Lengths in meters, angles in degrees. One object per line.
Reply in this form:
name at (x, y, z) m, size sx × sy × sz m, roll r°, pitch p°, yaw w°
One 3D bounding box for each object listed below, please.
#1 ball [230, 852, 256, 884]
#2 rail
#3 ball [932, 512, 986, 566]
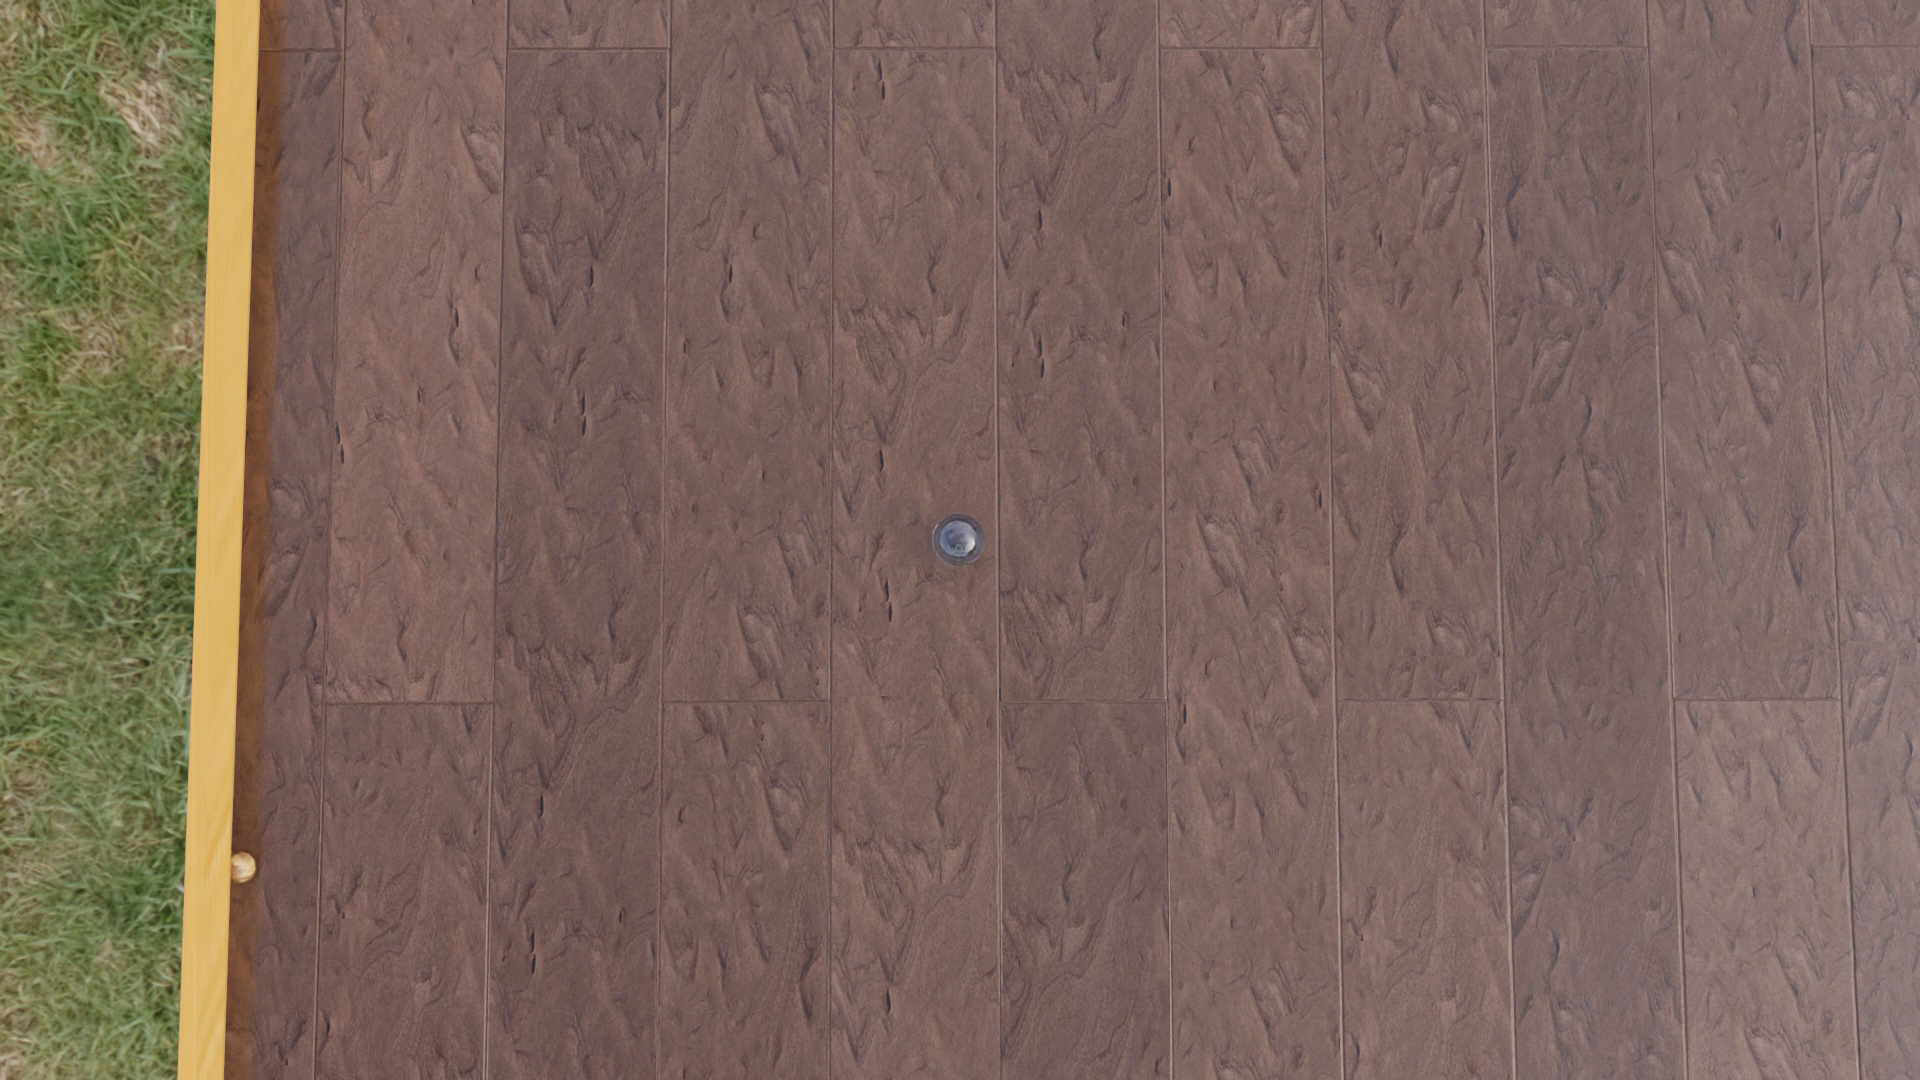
ball at (-1.052, 0.479, 3.213) m, size 0.045 × 0.045 × 0.045 m, roll 0°, pitch 84°, yaw 0°
rail at (-1.078, 0.000, 3.231) m, size 0.045 × 0.114 × 2.476 m, roll 0°, pitch 84°, yaw 0°
ball at (-0.002, -0.001, 3.249) m, size 0.079 × 0.079 × 0.079 m, roll 0°, pitch 84°, yaw 0°
